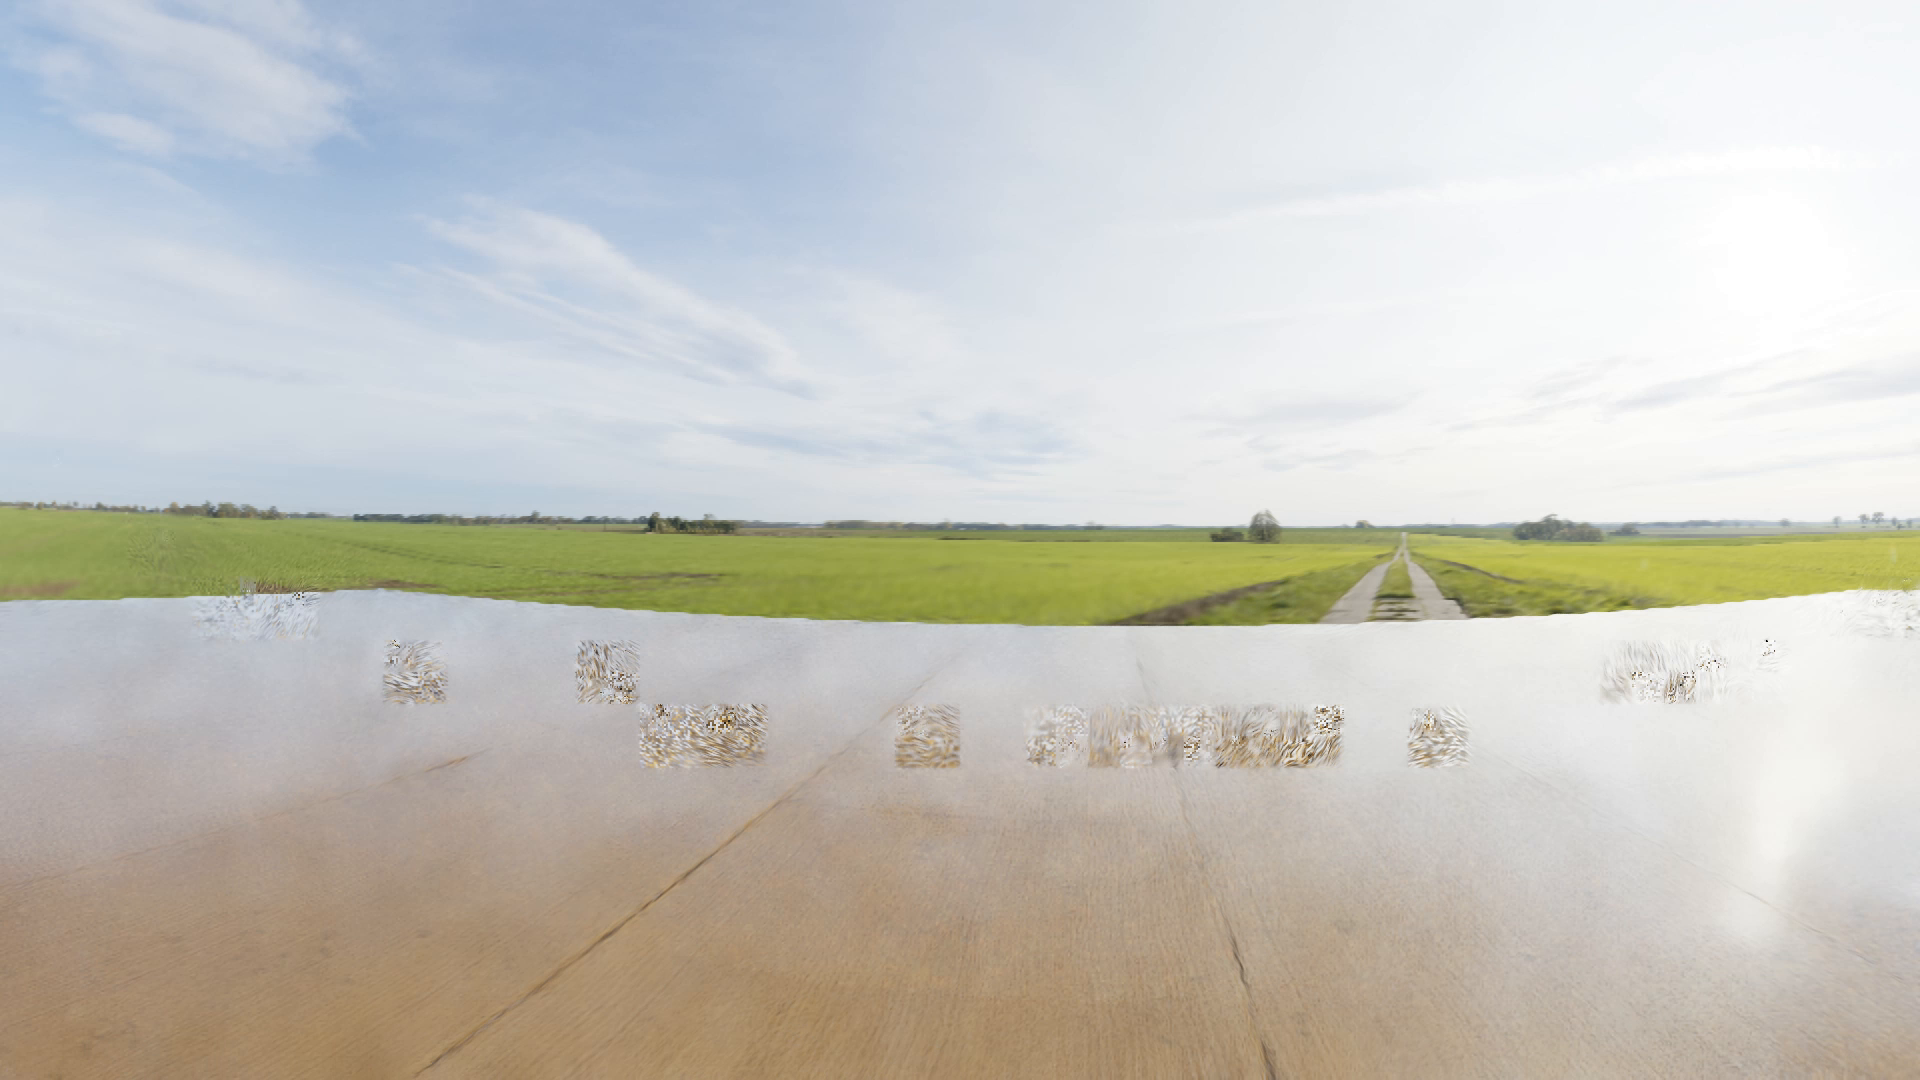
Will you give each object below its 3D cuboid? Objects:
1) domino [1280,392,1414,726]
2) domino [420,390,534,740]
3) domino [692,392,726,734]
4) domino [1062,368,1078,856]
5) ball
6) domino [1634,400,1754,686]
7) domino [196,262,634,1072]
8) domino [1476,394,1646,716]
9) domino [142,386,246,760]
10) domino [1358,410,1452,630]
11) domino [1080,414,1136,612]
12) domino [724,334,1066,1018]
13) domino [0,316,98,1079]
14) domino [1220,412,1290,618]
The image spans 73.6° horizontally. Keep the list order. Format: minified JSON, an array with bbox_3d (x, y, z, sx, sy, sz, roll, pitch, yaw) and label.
[{"bbox_3d":[0.061,0.002,0.205,0.010,0.050,0.025,-1,4,-9],"label":"domino"},{"bbox_3d":[-0.073,0.003,0.195,0.009,0.050,0.025,-1,4,-8],"label":"domino"},{"bbox_3d":[-0.035,0.003,0.199,0.009,0.050,0.025,0,4,-4],"label":"domino"},{"bbox_3d":[0.000,0.007,0.136,0.025,0.050,0.010,0,4,3],"label":"domino"},{"bbox_3d":[0.001,-0.002,0.054,0.080,0.080,0.080,0,4,0],"label":"ball"},{"bbox_3d":[0.129,0.000,0.234,0.025,0.050,0.009,2,5,26],"label":"domino"},{"bbox_3d":[-0.041,0.008,0.092,0.009,0.050,0.025,-3,-32,-46],"label":"domino"},{"bbox_3d":[0.099,0.002,0.212,0.009,0.050,0.025,-1,4,-17],"label":"domino"},{"bbox_3d":[-0.110,0.004,0.184,0.009,0.050,0.025,-2,5,-28],"label":"domino"},{"bbox_3d":[0.105,-0.005,0.302,0.025,0.050,0.009,-4,6,-44],"label":"domino"},{"bbox_3d":[0.039,-0.008,0.336,0.010,0.050,0.025,0,4,-4],"label":"domino"},{"bbox_3d":[-0.005,0.010,0.100,0.025,0.050,0.010,1,1,7],"label":"domino"},{"bbox_3d":[-0.064,0.012,0.071,0.009,0.050,0.025,2,5,22],"label":"domino"},{"bbox_3d":[0.075,-0.007,0.326,0.009,0.050,0.025,3,5,30],"label":"domino"}]
